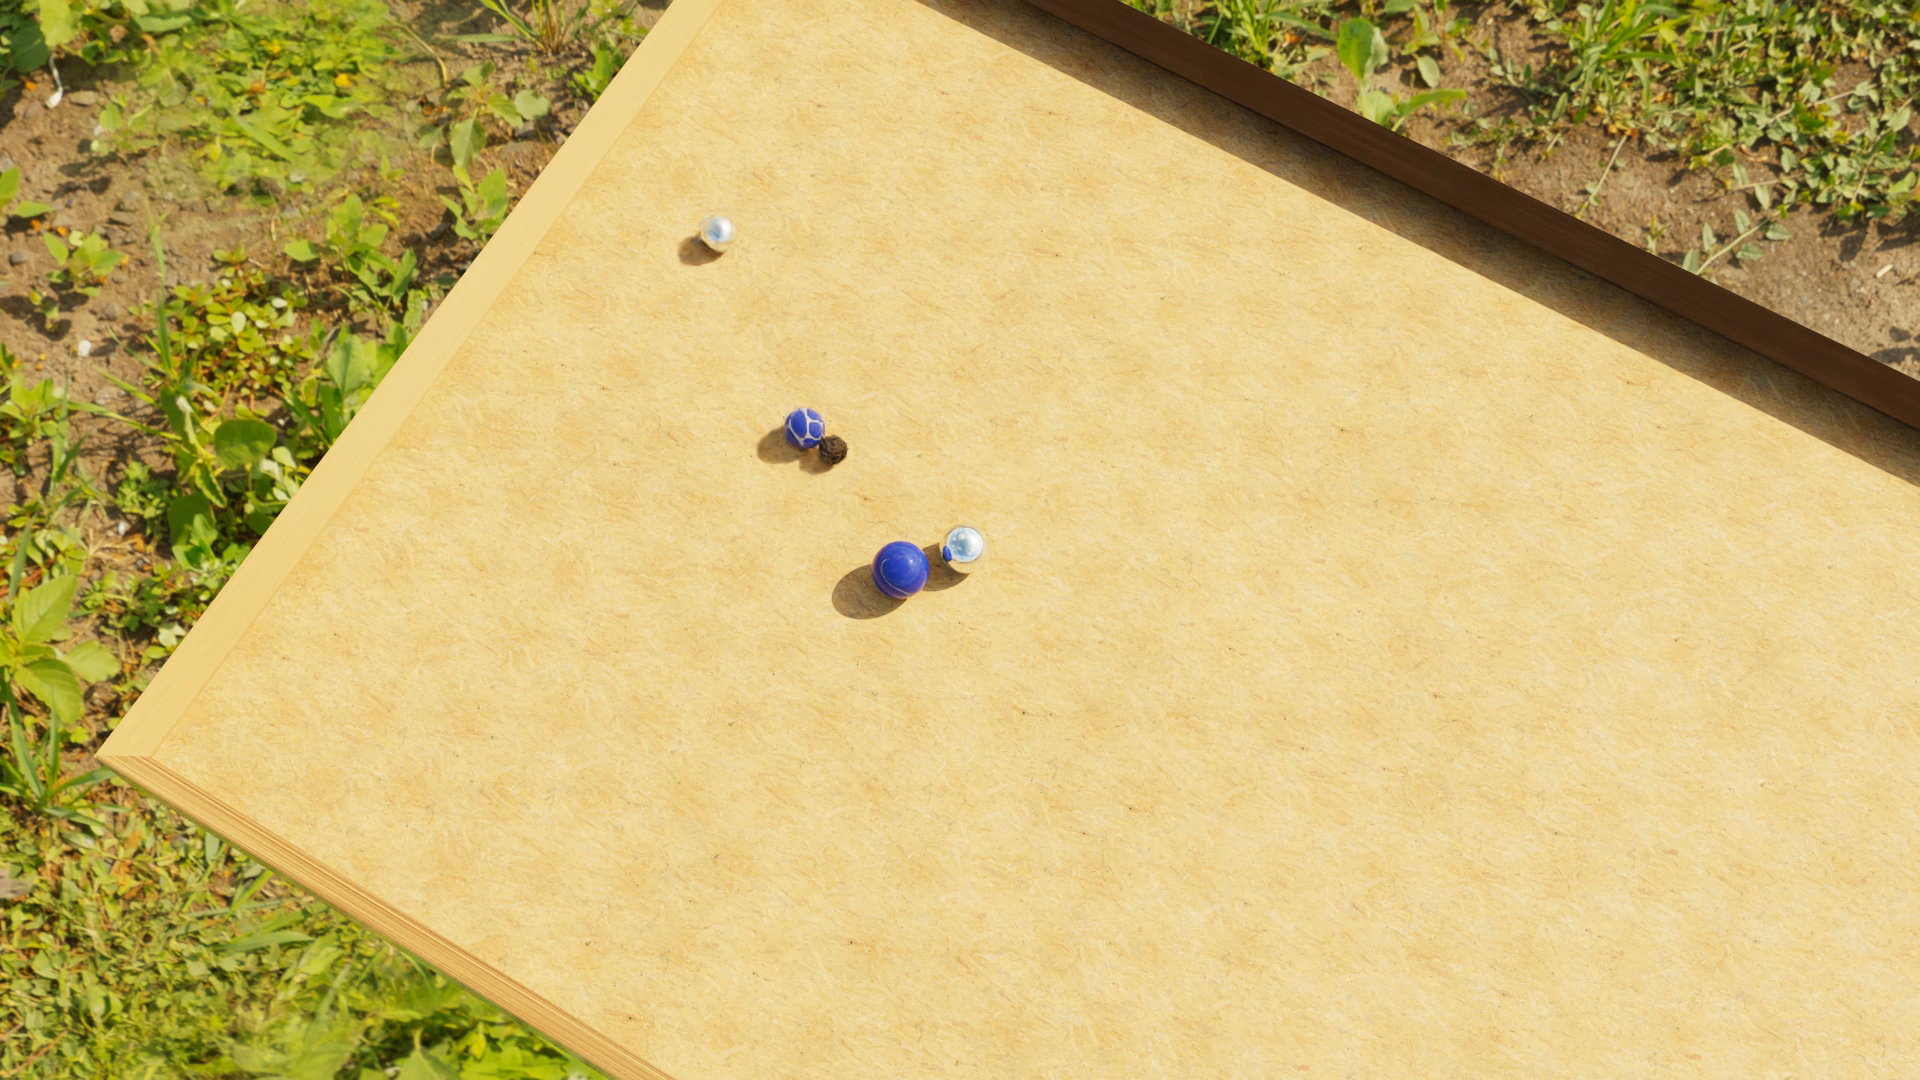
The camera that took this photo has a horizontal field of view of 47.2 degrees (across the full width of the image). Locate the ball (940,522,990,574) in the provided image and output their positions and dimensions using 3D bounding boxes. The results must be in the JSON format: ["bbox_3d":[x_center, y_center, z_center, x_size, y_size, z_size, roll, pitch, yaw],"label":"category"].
[{"bbox_3d":[0.007,0.013,3.496,0.081,0.081,0.081,0,67,0],"label":"ball"}]

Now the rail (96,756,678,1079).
[{"bbox_3d":[0.312,1.184,2.982,3.689,0.120,0.045,28,70,11],"label":"rail"}]

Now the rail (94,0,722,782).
[{"bbox_3d":[-0.776,-0.427,3.659,0.045,0.120,1.968,28,70,11],"label":"rail"}]

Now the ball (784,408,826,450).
[{"bbox_3d":[-0.253,-0.182,3.585,0.069,0.069,0.069,0,67,0],"label":"ball"}]

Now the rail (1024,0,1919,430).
[{"bbox_3d":[1.281,-0.346,3.625,3.689,0.120,0.045,28,70,11],"label":"rail"}]

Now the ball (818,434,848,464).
[{"bbox_3d":[-0.206,-0.147,3.581,0.048,0.048,0.048,0,67,0],"label":"ball"}]

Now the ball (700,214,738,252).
[{"bbox_3d":[-0.409,-0.521,3.730,0.063,0.063,0.063,0,67,0],"label":"ball"}]

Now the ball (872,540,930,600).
[{"bbox_3d":[-0.094,0.047,3.476,0.093,0.093,0.093,0,67,0],"label":"ball"}]
